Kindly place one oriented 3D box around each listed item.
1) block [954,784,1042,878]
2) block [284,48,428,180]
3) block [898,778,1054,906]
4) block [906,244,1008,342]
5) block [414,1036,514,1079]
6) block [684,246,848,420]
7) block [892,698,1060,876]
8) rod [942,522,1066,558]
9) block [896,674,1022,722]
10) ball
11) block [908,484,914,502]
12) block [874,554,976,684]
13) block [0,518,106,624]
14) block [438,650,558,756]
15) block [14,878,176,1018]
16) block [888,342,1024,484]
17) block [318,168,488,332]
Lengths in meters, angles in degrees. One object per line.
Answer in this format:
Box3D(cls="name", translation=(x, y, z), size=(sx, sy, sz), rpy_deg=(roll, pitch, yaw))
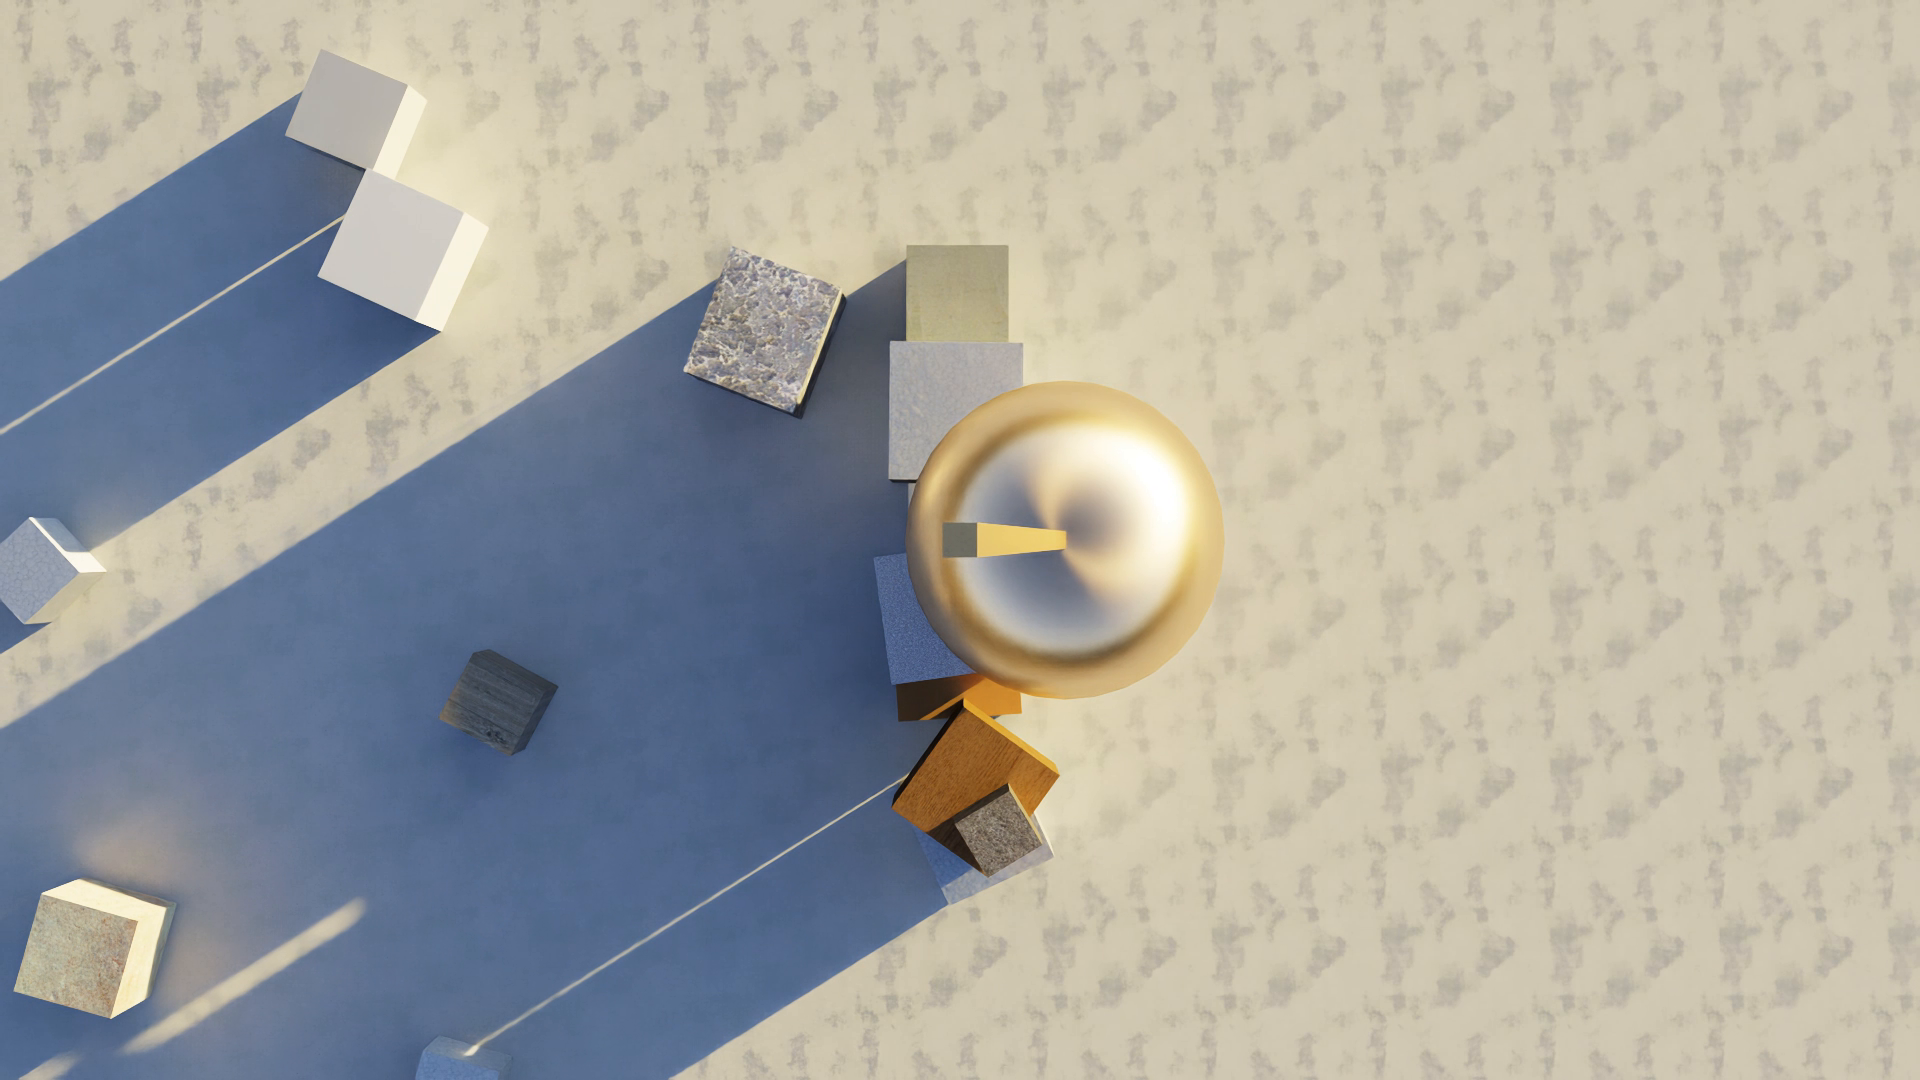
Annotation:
Box3D(cls="block", translation=(0.200, 1.522, 11.565), size=(0.333, 0.363, 0.327), rpy_deg=(-31, 90, 0))
Box3D(cls="block", translation=(-3.501, -2.454, 12.776), size=(0.541, 0.447, 0.537), rpy_deg=(23, 90, 0))
Box3D(cls="block", translation=(0.090, 1.602, 12.667), size=(0.653, 0.665, 0.693), rpy_deg=(-25, 90, 0))
Box3D(cls="block", translation=(-0.014, -1.389, 12.730), size=(0.579, 0.540, 0.566), rpy_deg=(0, 90, 0))
Box3D(cls="block", translation=(-2.925, 3.217, 12.807), size=(0.458, 0.387, 0.473), rpy_deg=(16, 90, 0))
Box3D(cls="block", translation=(-1.107, -1.178, 12.649), size=(0.654, 0.703, 0.751), rpy_deg=(21, 90, 0))
Box3D(cls="block", translation=(0.082, 1.343, 12.038), size=(0.632, 0.586, 0.668), rpy_deg=(36, 90, 0))
Box3D(cls="rod", translation=(0.226, 0.000, 7.628), size=(0.080, 5.200, 0.080), rpy_deg=(0, 90, 5))
Box3D(cls="block", translation=(-0.024, 0.616, 12.664), size=(0.694, 0.672, 0.761), rpy_deg=(-4, 90, 0))
Box3D(cls="ball", translation=(0.522, 0.000, 11.015), size=(1.600, 1.600, 1.600), rpy_deg=(0, 90, 0))
Box3D(cls="block", translation=(-0.009, -0.061, 12.761), size=(0.570, 0.477, 0.525), rpy_deg=(0, 90, 0))
Box3D(cls="block", translation=(-0.093, 0.394, 12.028), size=(0.646, 0.593, 0.686), rpy_deg=(-8, 89, 0))
Box3D(cls="block", translation=(-5.352, 0.178, 12.802), size=(0.439, 0.395, 0.429), rpy_deg=(-43, 90, 0))
Box3D(cls="block", translation=(-2.678, 0.941, 12.783), size=(0.465, 0.434, 0.424), rpy_deg=(28, 90, 0))
Box3D(cls="block", translation=(-4.981, 2.344, 12.695), size=(0.568, 0.611, 0.572), rpy_deg=(16, 90, 0))
Box3D(cls="block", translation=(-0.021, -0.717, 12.602), size=(0.742, 0.797, 0.766), rpy_deg=(1, 90, 0))
Box3D(cls="block", translation=(-3.198, -1.664, 12.683), size=(0.604, 0.634, 0.672), rpy_deg=(25, 90, 0))
